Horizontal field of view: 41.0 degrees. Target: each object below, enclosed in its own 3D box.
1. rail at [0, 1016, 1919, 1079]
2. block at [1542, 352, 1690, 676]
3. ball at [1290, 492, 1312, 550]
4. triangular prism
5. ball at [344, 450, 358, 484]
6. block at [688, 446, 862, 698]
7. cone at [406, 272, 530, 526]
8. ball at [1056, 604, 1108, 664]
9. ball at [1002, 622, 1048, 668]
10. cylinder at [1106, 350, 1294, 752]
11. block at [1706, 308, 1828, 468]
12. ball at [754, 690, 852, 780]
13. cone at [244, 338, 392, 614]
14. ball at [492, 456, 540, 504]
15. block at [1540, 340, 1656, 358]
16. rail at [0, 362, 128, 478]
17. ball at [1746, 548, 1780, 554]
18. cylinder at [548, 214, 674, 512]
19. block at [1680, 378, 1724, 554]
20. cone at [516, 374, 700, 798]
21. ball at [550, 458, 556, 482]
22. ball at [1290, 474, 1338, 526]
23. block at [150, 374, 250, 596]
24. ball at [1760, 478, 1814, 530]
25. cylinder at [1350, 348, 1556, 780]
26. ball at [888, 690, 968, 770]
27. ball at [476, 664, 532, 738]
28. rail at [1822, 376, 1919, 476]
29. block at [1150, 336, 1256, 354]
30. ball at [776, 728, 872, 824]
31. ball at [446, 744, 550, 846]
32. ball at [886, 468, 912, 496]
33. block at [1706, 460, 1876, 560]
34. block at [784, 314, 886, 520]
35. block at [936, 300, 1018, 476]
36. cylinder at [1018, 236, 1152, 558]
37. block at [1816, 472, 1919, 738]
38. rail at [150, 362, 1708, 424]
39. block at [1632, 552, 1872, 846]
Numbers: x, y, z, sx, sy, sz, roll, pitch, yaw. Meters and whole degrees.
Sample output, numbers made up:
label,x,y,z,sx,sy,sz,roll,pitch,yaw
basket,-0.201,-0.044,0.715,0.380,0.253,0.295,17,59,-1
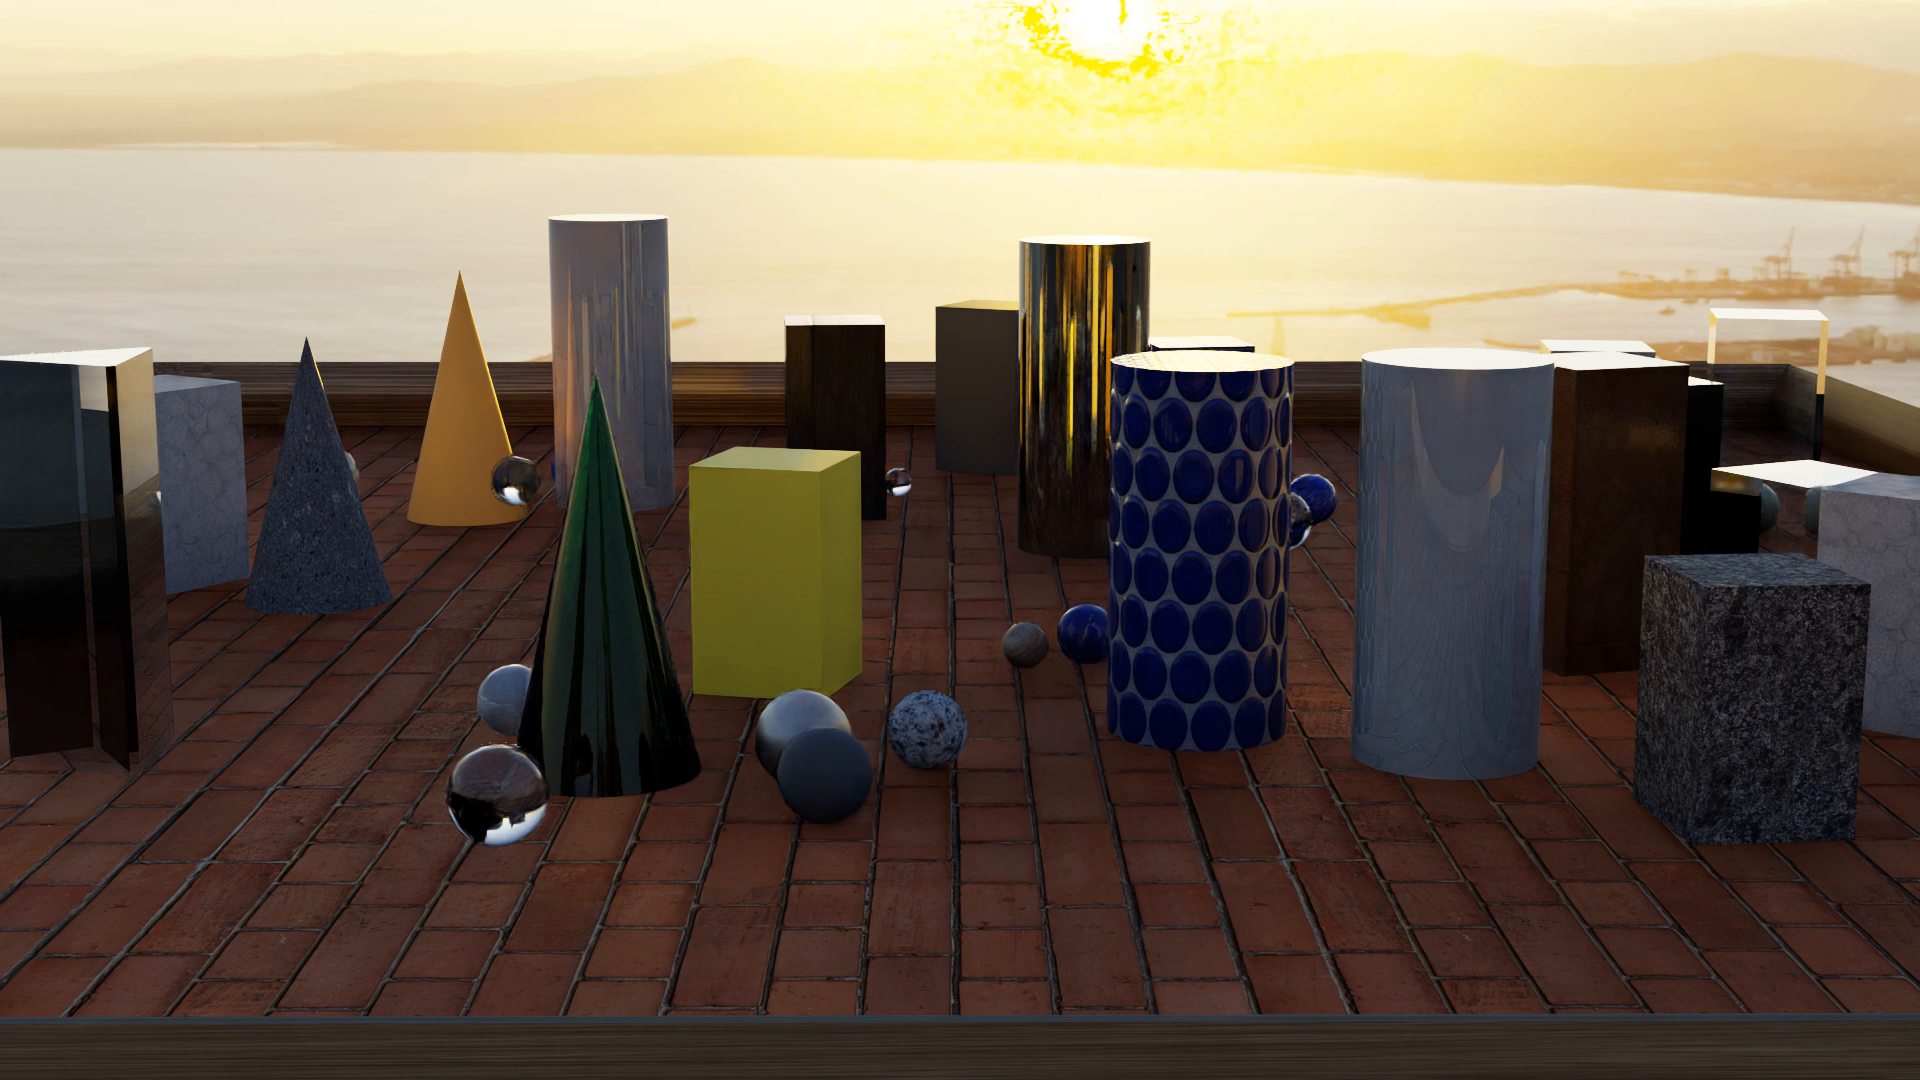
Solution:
label,x,y,z,sx,sy,sz,roll,pitch,yaw
rail,0.010,0.363,1.666,3.406,0.129,0.045,0,10,0
block,0.774,-0.036,3.162,0.159,0.372,0.159,-4,11,-20
ball,0.487,-0.029,3.889,0.093,0.093,0.093,0,10,0
triangular prism,-0.900,0.017,2.721,0.172,0.428,0.149,5,12,25
ball,-1.068,-0.114,4.362,0.088,0.088,0.088,0,10,0
block,-0.216,0.037,3.043,0.159,0.271,0.159,3,11,15
cone,-0.806,-0.238,4.169,0.199,0.402,0.199,0,10,0
ball,0.156,0.116,3.155,0.075,0.075,0.075,0,10,0
ball,0.080,0.129,3.137,0.057,0.057,0.057,0,10,0
cylinder,0.263,0.008,2.819,0.199,0.411,0.199,0,10,0
block,1.219,-0.165,3.901,0.159,0.357,0.159,2,11,13
ball,-0.161,0.203,2.619,0.099,0.099,0.099,0,10,0
cone,-0.885,-0.097,3.508,0.199,0.366,0.199,0,10,0
ball,-0.708,-0.095,4.095,0.076,0.076,0.076,0,10,0
block,1.003,-0.163,4.068,0.159,0.291,0.159,1,11,7
rail,-1.679,0.035,3.439,0.045,0.129,3.673,0,10,0
ball,1.068,0.059,3.401,0.097,0.097,0.097,0,10,0
cylinder,-0.581,-0.299,4.287,0.199,0.478,0.199,0,10,0
block,0.928,-0.070,3.528,0.159,0.305,0.159,-3,11,-16
cone,-0.370,0.034,2.645,0.199,0.421,0.199,0,10,0
ball,-0.673,-0.124,4.453,0.075,0.075,0.075,0,10,0
ball,0.562,-0.065,4.109,0.083,0.083,0.083,0,10,0
block,-1.133,-0.081,3.650,0.159,0.283,0.159,7,12,32
ball,1.314,-0.057,4.074,0.082,0.082,0.082,0,10,0
cylinder,0.518,0.020,2.707,0.199,0.426,0.199,0,10,0
ball,-0.034,0.199,2.684,0.083,0.083,0.083,0,10,0
ball,-0.476,0.172,2.737,0.077,0.077,0.077,0,10,0
rail,1.679,0.031,3.458,0.045,0.129,3.673,0,10,0
block,0.387,-0.190,4.251,0.159,0.278,0.159,-2,11,-9
ball,-0.131,0.229,2.495,0.093,0.093,0.093,0,10,0
ball,-0.436,0.241,2.421,0.096,0.096,0.096,0,10,0
ball,-0.106,-0.099,4.394,0.047,0.047,0.047,0,10,0
block,1.026,0.037,3.125,0.159,0.240,0.159,-5,12,-26
block,-0.206,-0.203,4.210,0.159,0.318,0.159,-1,11,-5
block,0.062,-0.281,4.690,0.159,0.298,0.159,5,12,26
cylinder,0.187,-0.220,3.892,0.199,0.468,0.199,0,10,0
block,1.067,0.072,2.877,0.159,0.263,0.159,9,14,41
rail,-0.010,-0.297,5.231,3.406,0.129,0.045,0,10,0
block,0.764,0.151,2.490,0.159,0.249,0.159,-1,11,-6
